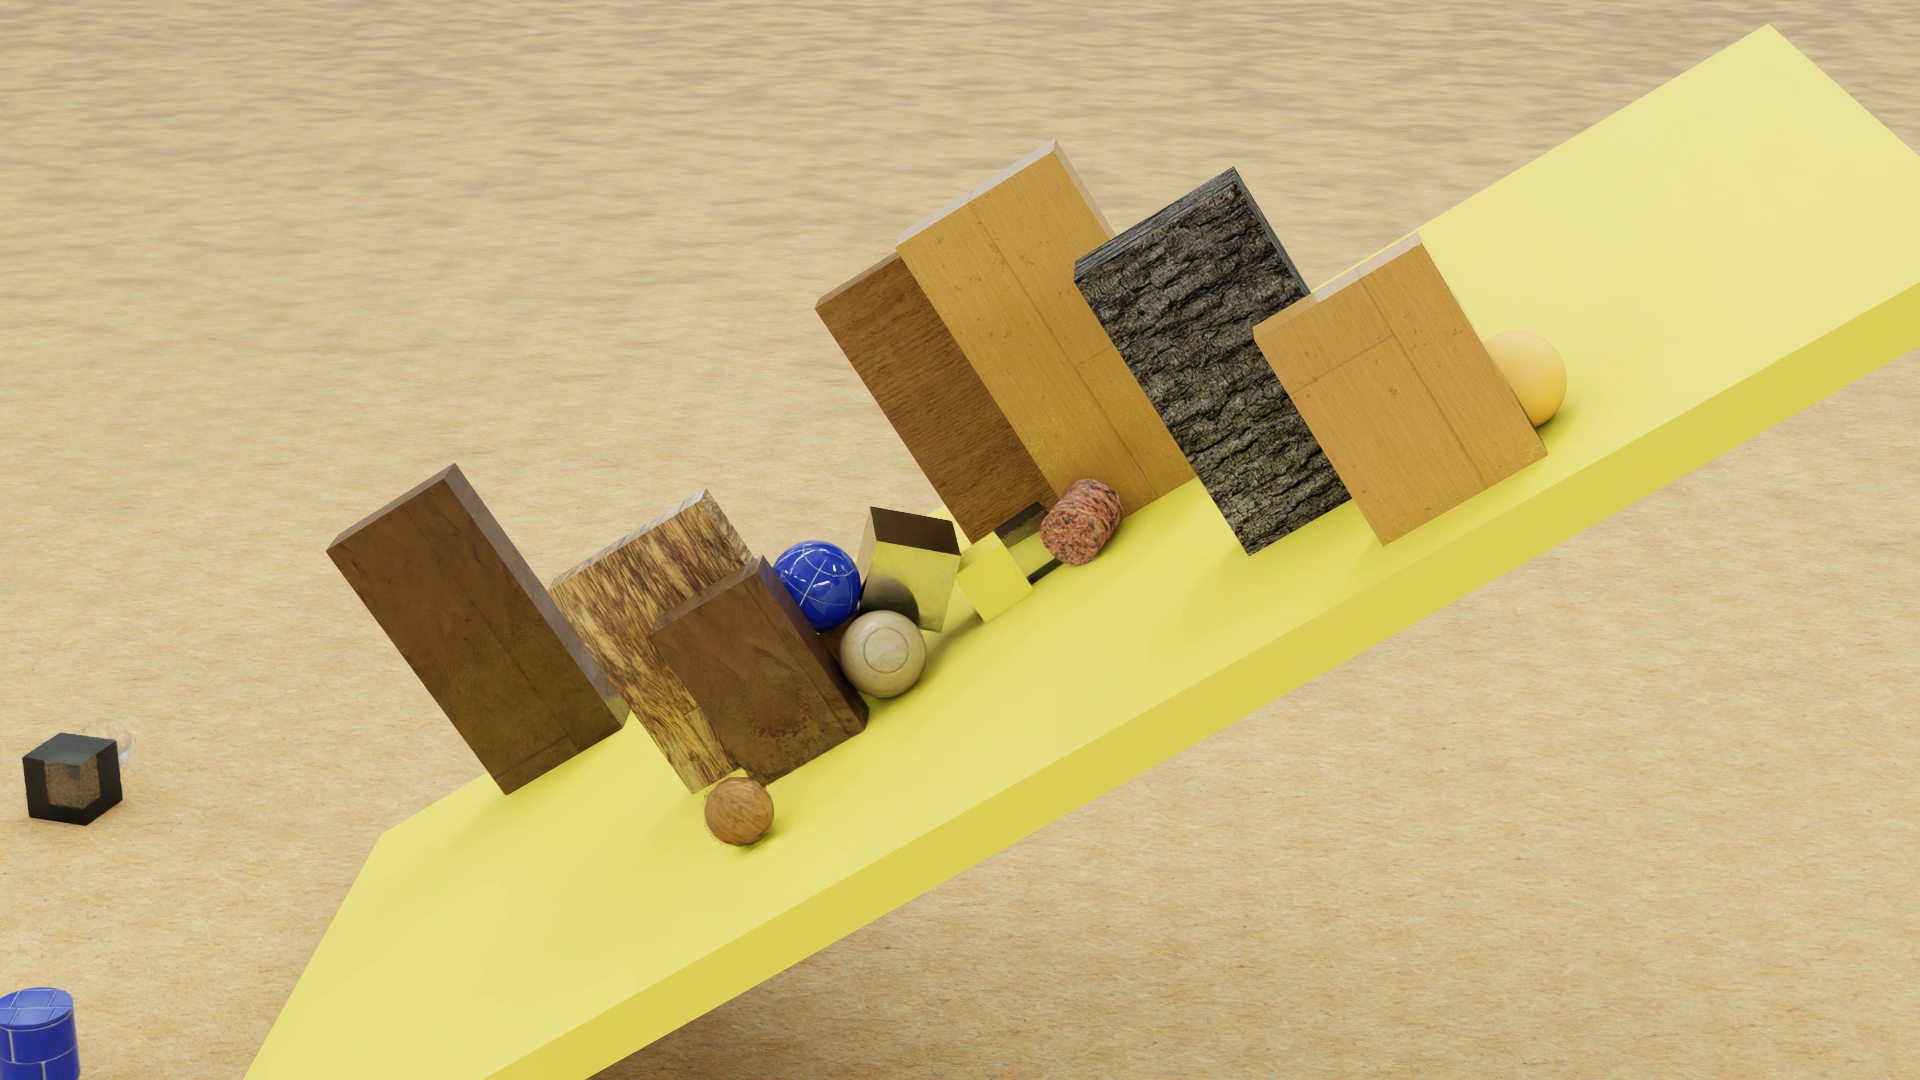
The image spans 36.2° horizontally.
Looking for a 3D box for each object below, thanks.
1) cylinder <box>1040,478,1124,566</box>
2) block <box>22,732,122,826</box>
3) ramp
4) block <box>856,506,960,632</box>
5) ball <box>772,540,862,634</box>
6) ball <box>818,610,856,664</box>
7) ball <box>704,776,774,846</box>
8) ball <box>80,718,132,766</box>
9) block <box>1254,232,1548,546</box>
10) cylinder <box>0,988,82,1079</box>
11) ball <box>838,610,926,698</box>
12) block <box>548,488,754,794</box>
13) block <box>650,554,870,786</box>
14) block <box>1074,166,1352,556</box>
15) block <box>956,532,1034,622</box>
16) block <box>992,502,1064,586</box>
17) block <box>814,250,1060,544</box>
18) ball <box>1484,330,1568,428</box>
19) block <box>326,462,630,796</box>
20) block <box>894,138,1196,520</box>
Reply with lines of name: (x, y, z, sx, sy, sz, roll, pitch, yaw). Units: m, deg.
cylinder: (0.259, -0.038, 6.240, 0.134, 0.134, 0.134, 10, 37, 26)
block: (-2.411, 0.649, 7.994, 0.178, 0.178, 0.178, 6, 21, 17)
ramp: (0.140, 0.170, 6.292, 4.000, 0.100, 2.000, -30, 15, 13)
block: (-0.117, 0.062, 6.282, 0.183, 0.183, 0.183, 10, 23, -11)
ball: (-0.308, 0.099, 6.217, 0.198, 0.198, 0.198, 0, 20, 0)
ball: (-0.216, 0.220, 6.330, 0.182, 0.182, 0.182, 0, 20, 0)
ball: (-0.441, 0.542, 5.875, 0.139, 0.139, 0.139, 0, 20, 0)
ball: (-2.397, 0.574, 8.246, 0.148, 0.148, 0.148, 0, 20, 0)
block: (0.783, -0.266, 5.232, 0.336, 0.453, 0.084, -30, 15, 13)
cylinder: (-2.089, 1.134, 6.650, 0.179, 0.179, 0.179, 0, 20, 0)
ball: (-0.162, 0.238, 6.154, 0.185, 0.185, 0.185, 0, 20, 0)
block: (-0.561, 0.222, 6.323, 0.398, 0.553, 0.083, -30, 15, 13)
block: (-0.415, 0.277, 6.128, 0.268, 0.408, 0.109, -30, 15, 13)
block: (0.536, -0.337, 5.605, 0.352, 0.641, 0.150, -30, 15, 13)
block: (0.063, 0.079, 6.300, 0.125, 0.125, 0.125, -34, 15, -1)
block: (0.159, 0.006, 6.342, 0.117, 0.117, 0.117, -34, 14, -1)
block: (0.028, -0.344, 6.596, 0.388, 0.690, 0.082, -30, 15, 13)
ball: (1.011, -0.289, 5.352, 0.185, 0.185, 0.185, 0, 20, 0)
block: (-1.175, 0.224, 7.207, 0.357, 0.756, 0.120, -30, 15, 13)
block: (0.236, -0.422, 6.265, 0.391, 0.762, 0.120, -30, 15, 13)
